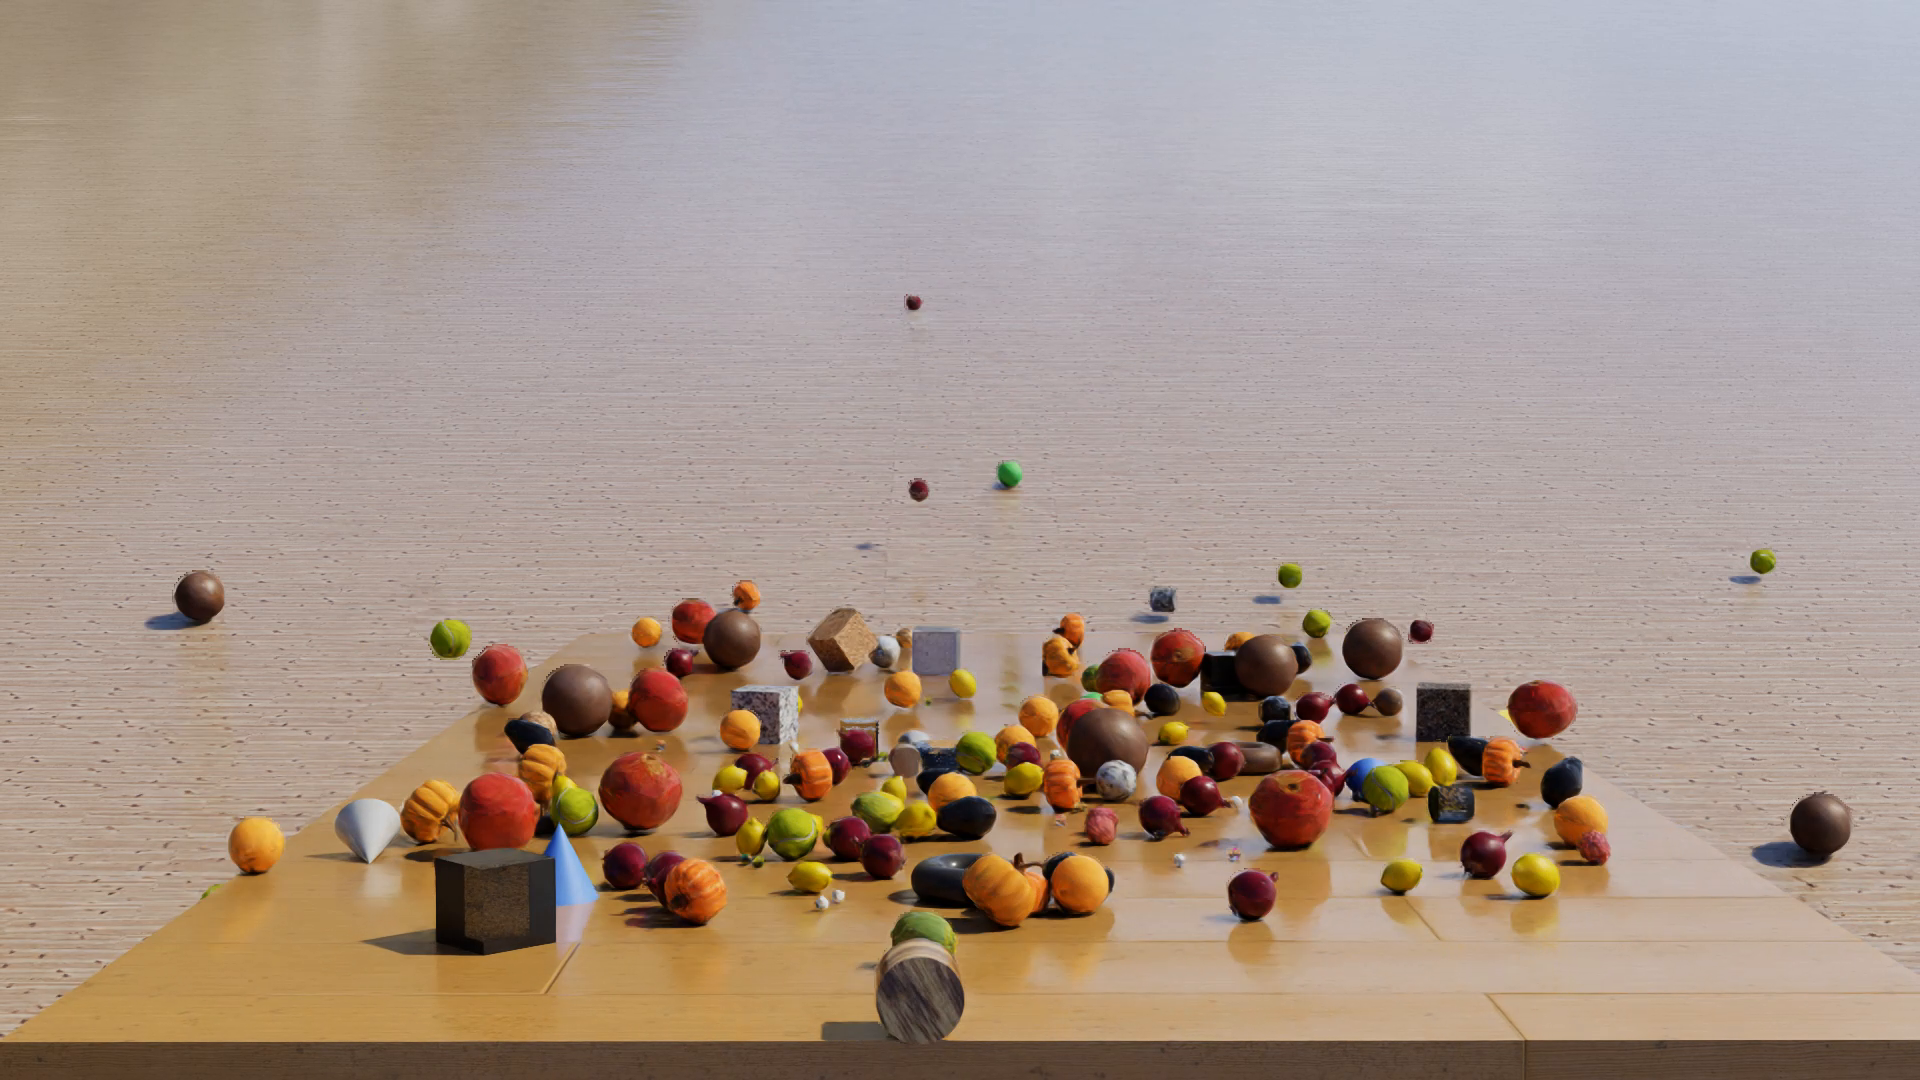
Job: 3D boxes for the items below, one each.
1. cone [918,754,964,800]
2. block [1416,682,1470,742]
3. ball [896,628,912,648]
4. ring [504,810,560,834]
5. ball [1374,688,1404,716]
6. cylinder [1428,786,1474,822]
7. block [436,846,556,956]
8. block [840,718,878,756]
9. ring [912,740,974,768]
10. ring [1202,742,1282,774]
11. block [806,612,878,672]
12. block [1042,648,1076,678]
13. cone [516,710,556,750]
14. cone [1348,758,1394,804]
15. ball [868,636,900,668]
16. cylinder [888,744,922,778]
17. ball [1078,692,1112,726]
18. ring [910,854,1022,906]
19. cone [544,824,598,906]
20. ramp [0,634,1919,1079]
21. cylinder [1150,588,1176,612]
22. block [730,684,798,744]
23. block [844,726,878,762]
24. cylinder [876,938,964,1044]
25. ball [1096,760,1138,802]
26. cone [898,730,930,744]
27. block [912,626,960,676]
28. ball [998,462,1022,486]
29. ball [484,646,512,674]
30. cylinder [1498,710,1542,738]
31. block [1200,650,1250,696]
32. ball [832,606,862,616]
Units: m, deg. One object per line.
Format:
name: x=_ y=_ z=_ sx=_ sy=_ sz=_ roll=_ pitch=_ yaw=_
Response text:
cone: x=-0.037 y=0.384 z=4.002 sx=0.074 sy=0.074 sz=0.074 roll=4 pitch=31 yaw=11
block: x=0.876 y=0.311 z=4.651 sx=0.093 sy=0.093 sz=0.093 roll=1 pitch=4 yaw=13
ball: x=-0.130 y=0.236 z=6.161 sx=0.051 sy=0.051 sz=0.051 roll=0 pitch=20 yaw=0
ring: x=-0.617 y=0.407 z=3.702 sx=0.080 sy=0.027 sz=0.080 roll=-1 pitch=4 yaw=0
ball: x=0.824 y=0.312 z=4.933 sx=0.055 sy=0.055 sz=0.055 roll=0 pitch=20 yaw=0
cylinder: x=0.724 y=0.388 z=3.780 sx=0.052 sy=0.052 sz=0.052 roll=-1 pitch=19 yaw=-12
block: x=-0.538 y=0.417 z=2.976 sx=0.099 sy=0.099 sz=0.099 roll=-4 pitch=5 yaw=-44
block: x=-0.175 y=0.342 z=4.449 sx=0.061 sy=0.061 sz=0.061 roll=-1 pitch=4 yaw=-8
ring: x=-0.035 y=0.361 z=4.301 sx=0.119 sy=0.040 sz=0.119 roll=-1 pitch=8 yaw=0
ring: x=0.469 y=0.362 z=4.265 sx=0.134 sy=0.045 sz=0.134 roll=1 pitch=3 yaw=0
block: x=-0.258 y=0.224 z=5.656 sx=0.092 sy=0.092 sz=0.092 roll=-6 pitch=35 yaw=46
block: x=0.216 y=0.268 z=5.618 sx=0.056 sy=0.056 sz=0.056 roll=1 pitch=4 yaw=22
cone: x=-0.748 y=0.351 z=4.528 sx=0.072 sy=0.072 sz=0.072 roll=-3 pitch=31 yaw=-8
cone: x=0.635 y=0.387 z=3.963 sx=0.071 sy=0.071 sz=0.071 roll=1 pitch=37 yaw=4
ball: x=-0.170 y=0.251 z=5.771 sx=0.072 sy=0.072 sz=0.072 roll=0 pitch=20 yaw=0
cylinder: x=-0.089 y=0.362 z=4.211 sx=0.051 sy=0.051 sz=0.051 roll=-2 pitch=4 yaw=-6
ball: x=0.251 y=0.317 z=4.801 sx=0.063 sy=0.063 sz=0.063 roll=0 pitch=20 yaw=0
ring: x=0.009 y=0.427 z=3.229 sx=0.141 sy=0.047 sz=0.141 roll=0 pitch=5 yaw=0
cone: x=-0.503 y=0.402 z=3.226 sx=0.096 sy=0.096 sz=0.096 roll=0 pitch=4 yaw=0
ramp: x=0.046 y=0.416 z=4.535 sx=2.000 sy=0.100 sz=4.000 roll=0 pitch=4 yaw=0
cylinder: x=0.547 y=0.161 z=6.883 sx=0.061 sy=0.061 sz=0.061 roll=0 pitch=19 yaw=14
block: x=-0.352 y=0.314 z=4.628 sx=0.093 sy=0.093 sz=0.093 roll=1 pitch=4 yaw=17
block: x=-0.170 y=0.349 z=4.392 sx=0.053 sy=0.053 sz=0.053 roll=-1 pitch=4 yaw=-8
cylinder: x=-0.041 y=0.450 z=2.563 sx=0.087 sy=0.087 sz=0.087 roll=-1 pitch=4 yaw=-3
ball: x=0.241 y=0.371 z=3.955 sx=0.065 sy=0.065 sz=0.065 roll=0 pitch=20 yaw=0
cone: x=-0.077 y=0.365 z=4.355 sx=0.059 sy=0.059 sz=0.059 roll=-1 pitch=30 yaw=-2
block: x=-0.052 y=0.245 z=5.674 sx=0.096 sy=0.096 sz=0.096 roll=0 pitch=4 yaw=6
ball: x=0.155 y=-0.205 z=7.937 sx=0.078 sy=0.078 sz=0.078 roll=0 pitch=20 yaw=0
ball: x=-1.173 y=0.305 z=6.523 sx=0.068 sy=0.068 sz=0.068 roll=0 pitch=20 yaw=0
cylinder: x=1.186 y=0.417 z=5.488 sx=0.087 sy=0.087 sz=0.087 roll=21 pitch=26 yaw=22
block: x=0.550 y=0.275 z=5.315 sx=0.081 sy=0.081 sz=0.081 roll=-1 pitch=4 yaw=-11
ball: x=-0.280 y=0.208 z=6.312 sx=0.087 sy=0.087 sz=0.087 roll=0 pitch=20 yaw=0
